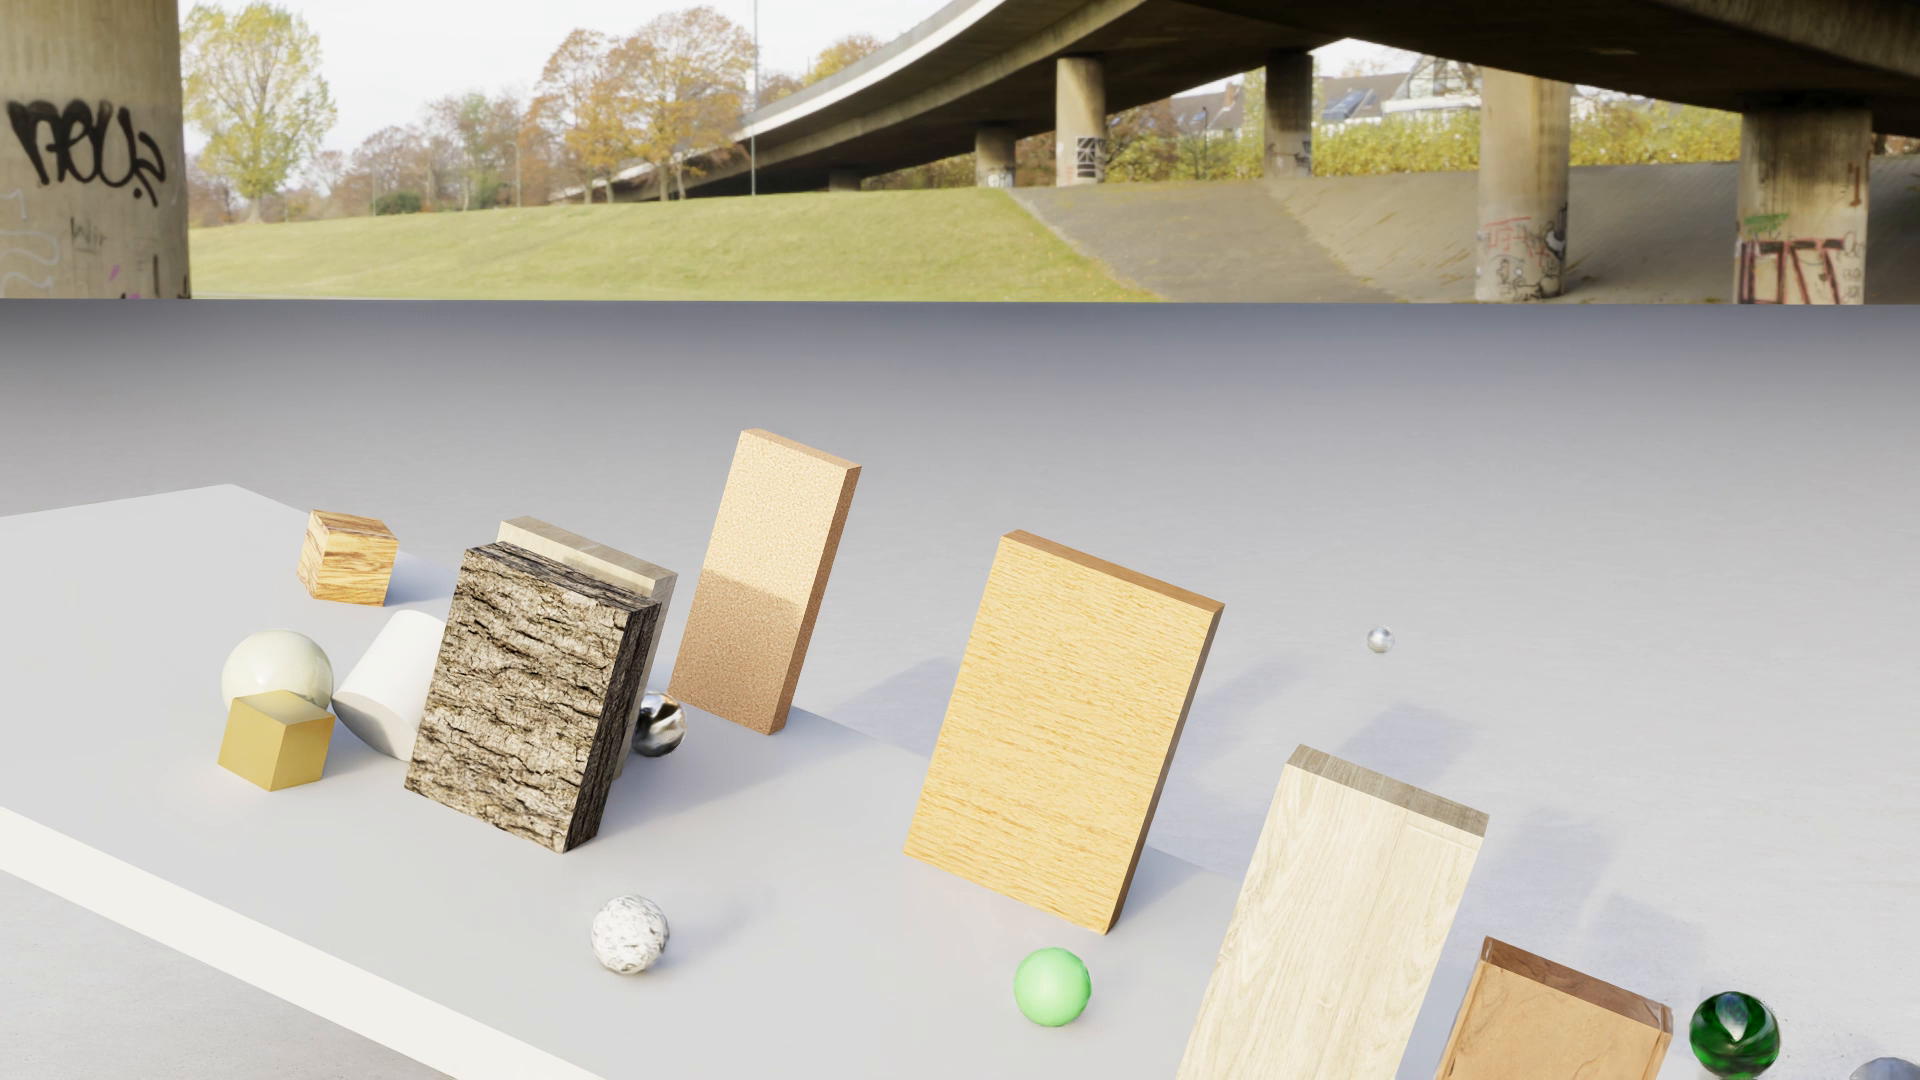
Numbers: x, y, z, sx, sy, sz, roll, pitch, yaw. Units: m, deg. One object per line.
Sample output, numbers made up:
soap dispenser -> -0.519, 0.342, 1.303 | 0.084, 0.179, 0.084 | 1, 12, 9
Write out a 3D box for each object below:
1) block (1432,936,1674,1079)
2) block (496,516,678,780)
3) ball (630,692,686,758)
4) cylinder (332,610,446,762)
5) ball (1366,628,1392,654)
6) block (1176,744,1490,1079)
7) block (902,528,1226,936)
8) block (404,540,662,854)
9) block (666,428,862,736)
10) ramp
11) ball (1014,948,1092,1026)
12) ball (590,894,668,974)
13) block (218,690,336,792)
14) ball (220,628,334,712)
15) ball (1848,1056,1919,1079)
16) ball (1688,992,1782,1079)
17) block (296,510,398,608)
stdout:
block -> 0.790, 0.902, 3.176 | 0.275, 0.583, 0.121 | 20, 12, 14
block -> -0.797, 0.221, 4.402 | 0.346, 0.442, 0.108 | 20, 12, 14
ball -> -0.643, 0.387, 4.610 | 0.138, 0.138, 0.138 | 0, 7, 0
cylinder -> -1.046, 0.276, 4.171 | 0.204, 0.204, 0.204 | 4, 49, 33
ball -> 2.057, 0.492, 10.781 | 0.126, 0.126, 0.126 | 0, 7, 0
block -> 0.556, 0.710, 3.442 | 0.310, 0.700, 0.149 | 20, 12, 14
block -> 0.205, 0.385, 4.449 | 0.449, 0.696, 0.127 | 20, 12, 14
block -> -0.787, 0.286, 4.044 | 0.337, 0.471, 0.141 | 20, 12, 14
block -> -0.447, 0.094, 4.997 | 0.263, 0.641, 0.099 | 20, 12, 14
ramp -> -0.360, 0.684, 4.228 | 4.000, 0.100, 2.000 | 20, 12, 14
ball -> 0.164, 0.791, 3.895 | 0.138, 0.138, 0.138 | 0, 7, 0
ball -> -0.540, 0.644, 3.593 | 0.127, 0.127, 0.127 | 0, 7, 0
block -> -1.223, 0.358, 3.936 | 0.128, 0.128, 0.128 | 22, 13, 23
ball -> -1.272, 0.266, 4.102 | 0.203, 0.203, 0.203 | 0, 7, 0
ball -> 1.948, 1.180, 4.594 | 0.195, 0.195, 0.195 | 0, 7, 0
ball -> 1.649, 1.055, 4.682 | 0.186, 0.186, 0.186 | 0, 7, 0
block -> -1.408, 0.042, 5.052 | 0.161, 0.161, 0.161 | 9, 14, -33
